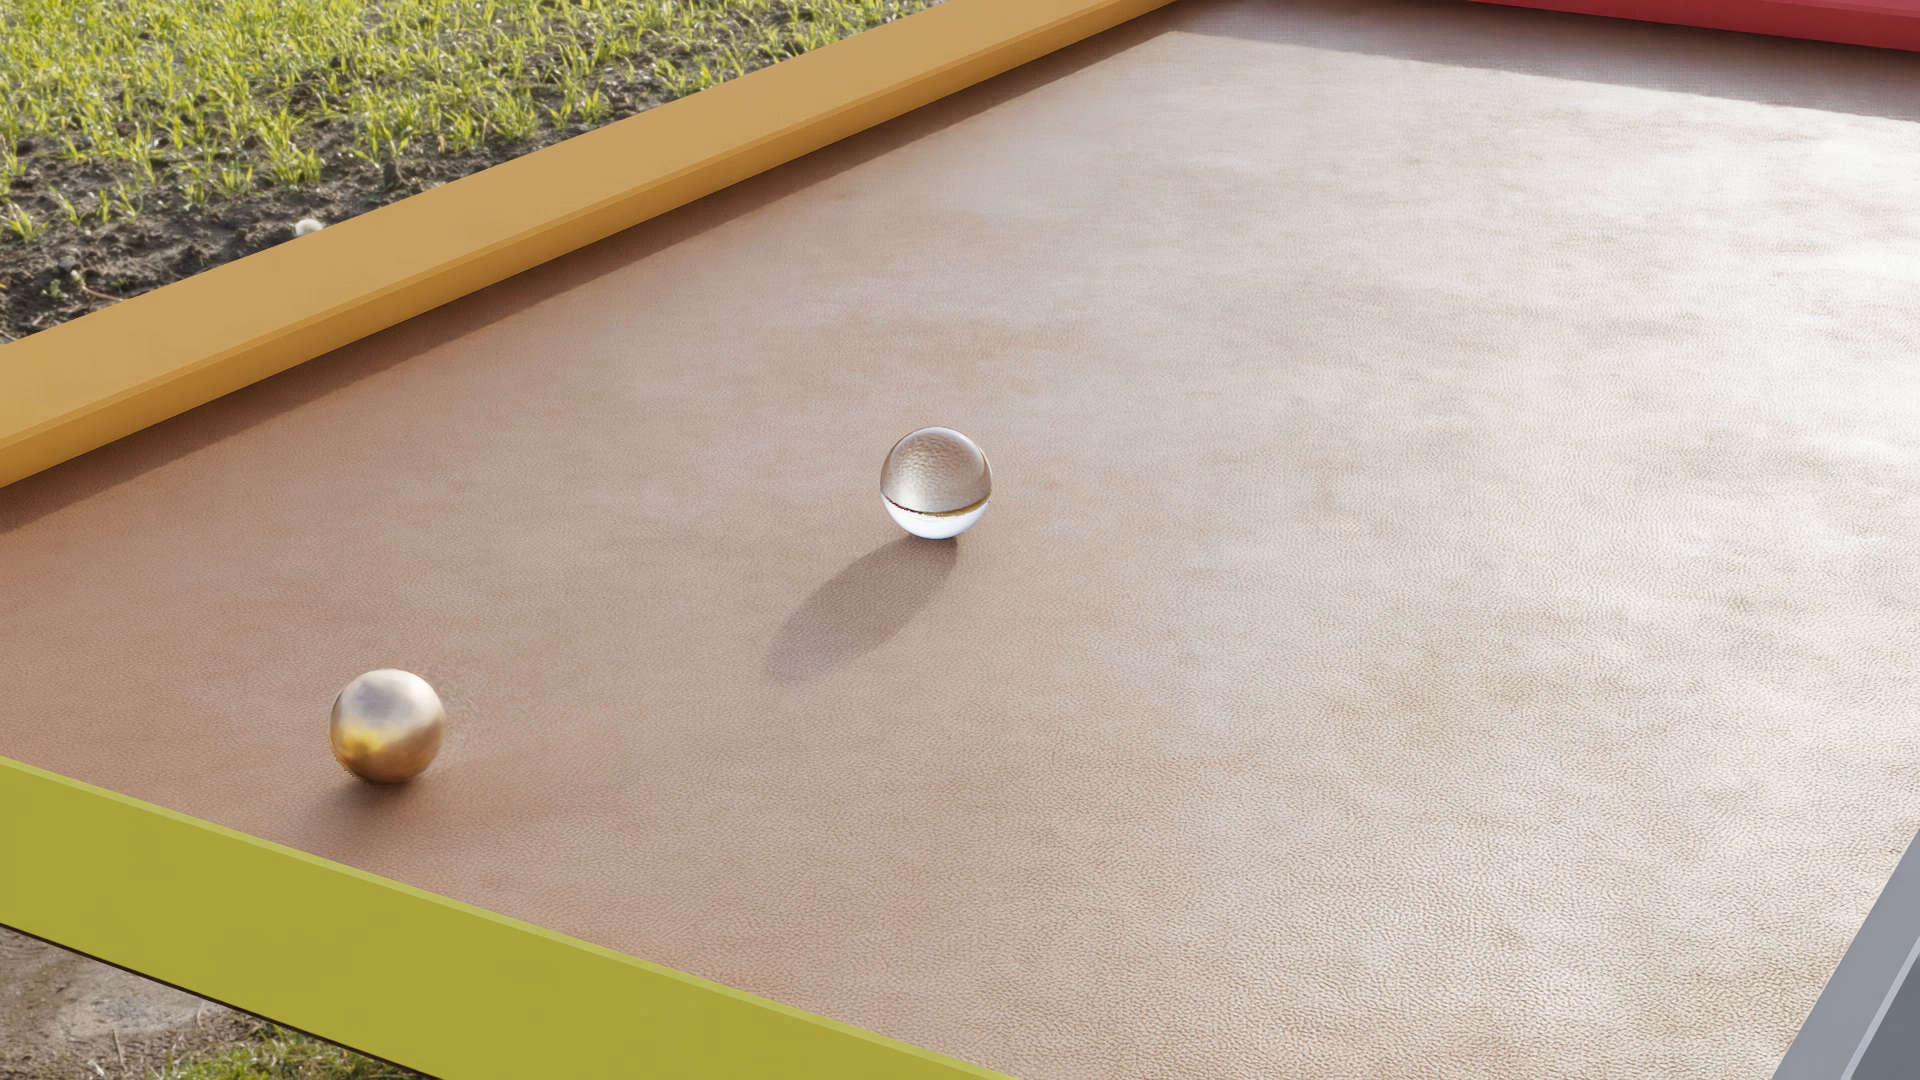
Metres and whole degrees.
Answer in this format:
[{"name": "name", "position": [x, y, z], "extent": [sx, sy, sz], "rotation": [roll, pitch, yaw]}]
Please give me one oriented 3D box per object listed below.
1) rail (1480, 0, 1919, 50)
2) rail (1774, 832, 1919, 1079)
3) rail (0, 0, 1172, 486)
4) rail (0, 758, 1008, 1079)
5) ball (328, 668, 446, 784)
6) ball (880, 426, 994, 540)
[{"name": "rail", "position": [0.987, -0.664, 3.579], "extent": [1.445, 0.105, 0.045], "rotation": [13, 26, 28]}, {"name": "rail", "position": [0.937, -0.100, 2.215], "extent": [0.045, 0.105, 2.649], "rotation": [13, 26, 28]}, {"name": "rail", "position": [-0.272, -0.368, 2.865], "extent": [0.045, 0.105, 2.649], "rotation": [13, 26, 28]}, {"name": "rail", "position": [-0.321, 0.196, 1.501], "extent": [1.445, 0.105, 0.045], "rotation": [13, 26, 28]}, {"name": "ball", "position": [-0.342, 0.111, 1.757], "extent": [0.069, 0.069, 0.069], "rotation": [0, 22, 0]}, {"name": "ball", "position": [-0.017, -0.041, 2.108], "extent": [0.081, 0.081, 0.081], "rotation": [0, 22, 0]}]
